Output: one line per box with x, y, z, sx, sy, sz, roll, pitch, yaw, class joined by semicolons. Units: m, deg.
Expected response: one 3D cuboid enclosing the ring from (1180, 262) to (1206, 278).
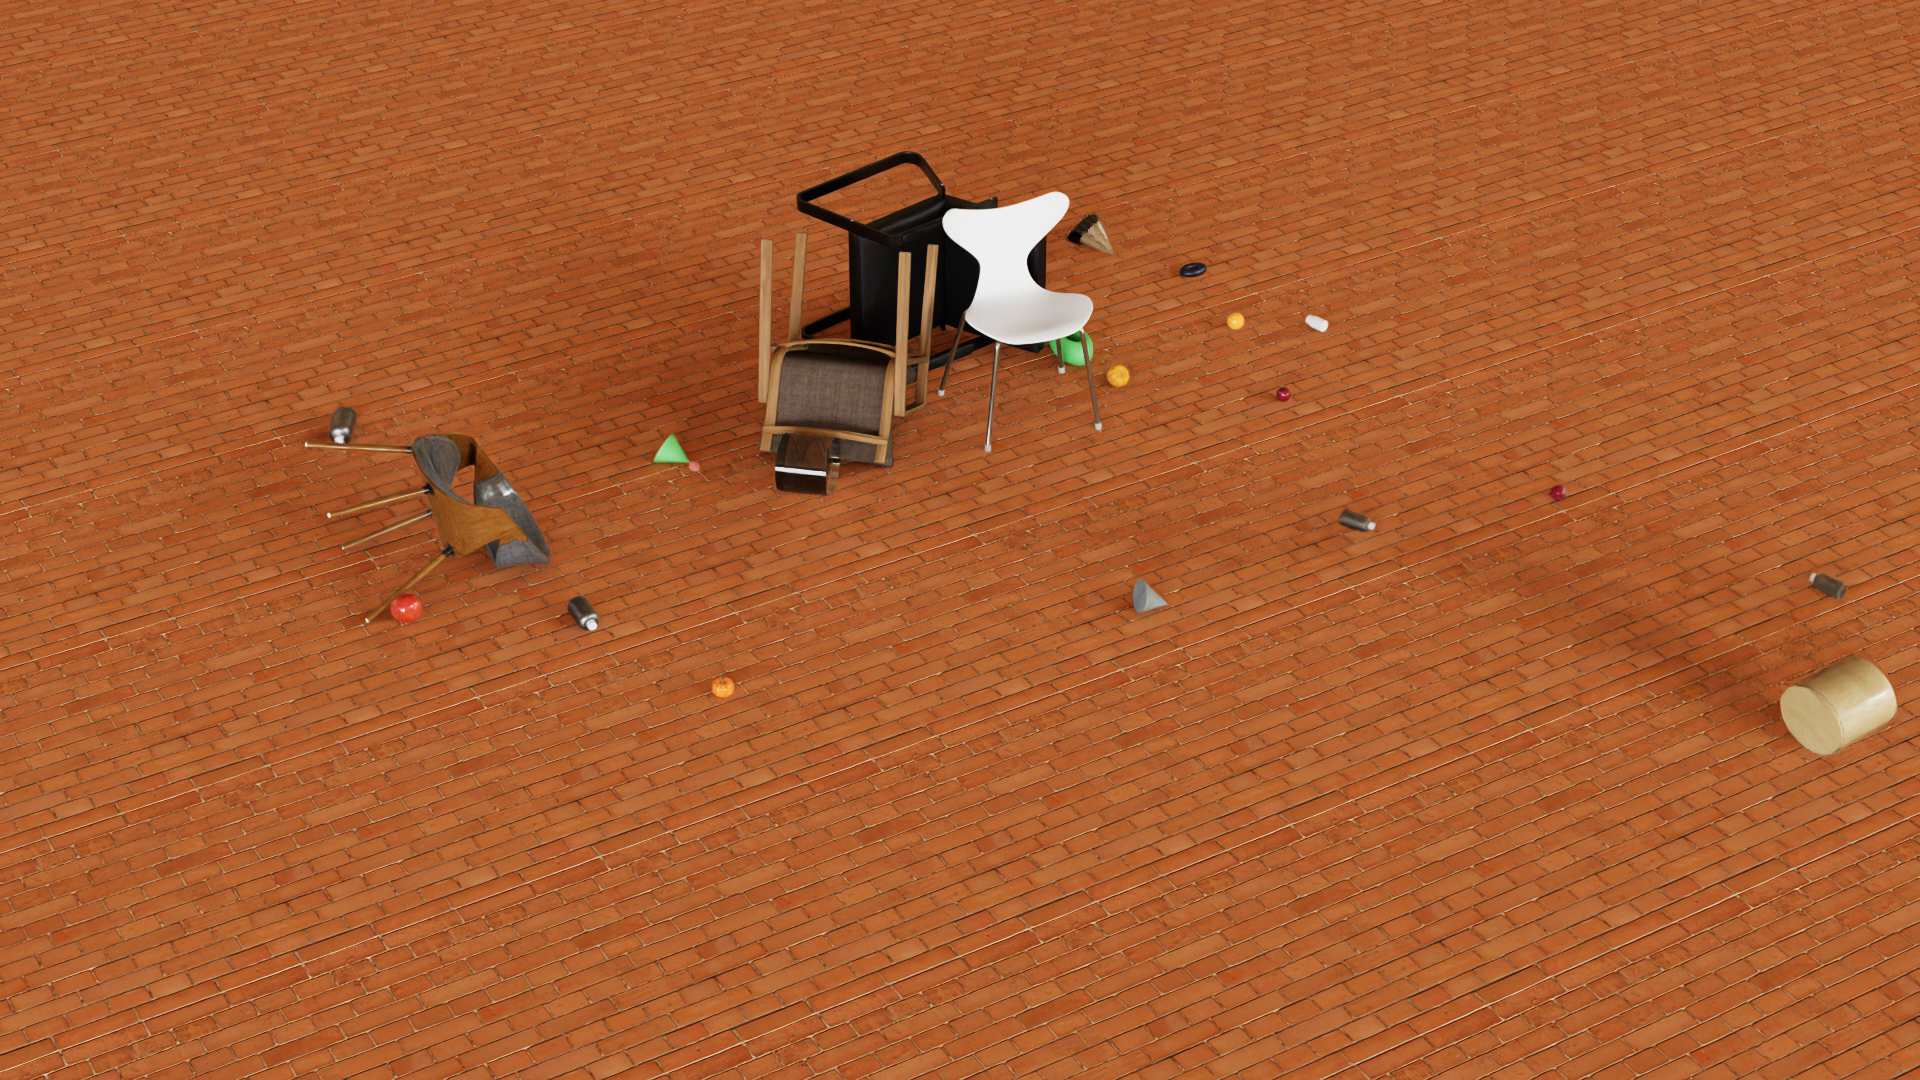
1.009;-1.169;12.688;0.128;0.034;0.087;-17;36;-23;ring

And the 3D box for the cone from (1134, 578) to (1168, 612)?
0.700;0.217;10.574;0.115;0.098;0.171;17;30;-18;cone

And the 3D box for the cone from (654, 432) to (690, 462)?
-1.102;-0.332;11.407;0.118;0.098;0.162;30;45;3;cone

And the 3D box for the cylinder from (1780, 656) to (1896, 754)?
2.964;0.556;9.895;0.290;0.221;0.262;-23;60;-30;cylinder

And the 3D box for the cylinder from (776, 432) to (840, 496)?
-0.580;-0.289;11.182;0.196;0.221;0.240;6;32;9;cylinder

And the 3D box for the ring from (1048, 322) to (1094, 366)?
0.457;-0.811;12.085;0.153;0.101;0.286;-13;34;-21;ring

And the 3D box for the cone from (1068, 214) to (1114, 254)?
0.609;-1.312;12.880;0.187;0.120;0.204;-36;63;-22;cone
